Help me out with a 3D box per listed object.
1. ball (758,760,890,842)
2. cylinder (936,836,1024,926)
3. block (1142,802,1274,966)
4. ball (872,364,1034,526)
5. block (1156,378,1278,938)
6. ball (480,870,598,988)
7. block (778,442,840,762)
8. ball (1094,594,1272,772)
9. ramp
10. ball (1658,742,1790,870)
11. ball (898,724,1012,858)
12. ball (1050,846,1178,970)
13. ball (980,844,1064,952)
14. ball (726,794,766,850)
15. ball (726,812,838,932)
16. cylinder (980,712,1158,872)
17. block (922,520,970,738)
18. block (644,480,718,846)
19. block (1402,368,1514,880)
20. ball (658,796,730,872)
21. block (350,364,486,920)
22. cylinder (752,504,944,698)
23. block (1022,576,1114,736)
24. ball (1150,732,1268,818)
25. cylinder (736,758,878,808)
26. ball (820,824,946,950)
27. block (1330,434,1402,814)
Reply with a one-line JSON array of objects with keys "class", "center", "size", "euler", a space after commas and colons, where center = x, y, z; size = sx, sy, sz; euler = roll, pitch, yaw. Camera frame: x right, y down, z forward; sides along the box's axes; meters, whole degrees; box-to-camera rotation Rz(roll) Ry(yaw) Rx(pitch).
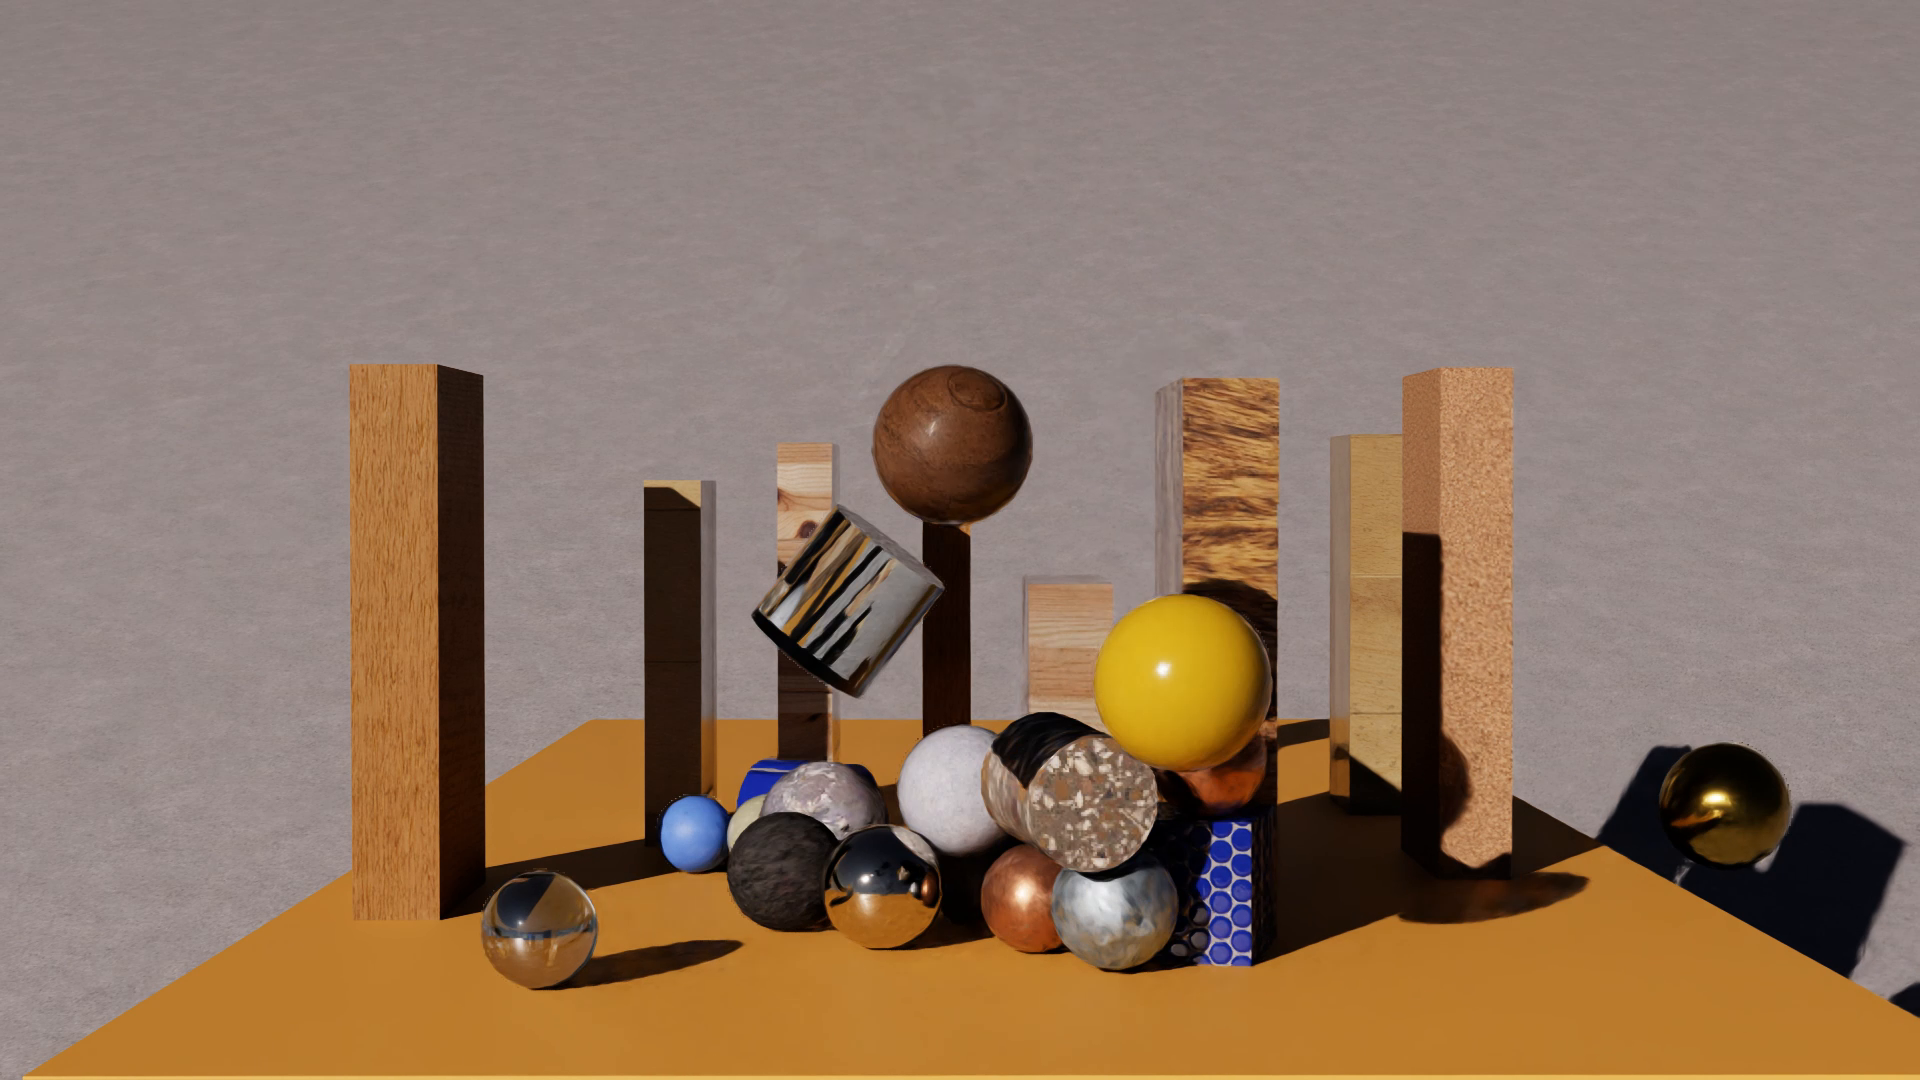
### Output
[{"class": "ball", "center": [-0.198, 0.417, 3.753], "size": [0.191, 0.191, 0.191], "euler": [0, 27, 0]}, {"class": "cylinder", "center": [0.034, 0.435, 3.488], "size": [0.130, 0.130, 0.130], "euler": [-21, 33, -27]}, {"class": "block", "center": [0.296, 0.433, 3.276], "size": [0.178, 0.178, 0.178], "euler": [0, 1, 16]}, {"class": "ball", "center": [-0.008, -0.101, 2.768], "size": [0.173, 0.173, 0.173], "euler": [0, 27, 0]}, {"class": "block", "center": [0.352, 0.150, 3.588], "size": [0.125, 0.731, 0.447], "euler": [0, 1, 0]}, {"class": "ball", "center": [-0.495, 0.459, 3.039], "size": [0.137, 0.137, 0.137], "euler": [0, 27, 0]}, {"class": "block", "center": [-0.258, 0.167, 4.440], "size": [0.091, 0.664, 0.280], "euler": [0, 1, 0]}, {"class": "ball", "center": [0.247, 0.159, 2.867], "size": [0.199, 0.199, 0.199], "euler": [0, 27, 0]}, {"class": "ramp", "center": [0.061, 0.546, 4.583], "size": [2.000, 0.100, 4.000], "euler": [0, 1, 0]}, {"class": "ball", "center": [1.233, 0.430, 4.166], "size": [0.205, 0.205, 0.205], "euler": [0, 27, 0]}, {"class": "ball", "center": [0.005, 0.326, 3.353], "size": [0.173, 0.173, 0.173], "euler": [0, 27, 0]}, {"class": "ball", "center": [0.188, 0.443, 3.134], "size": [0.155, 0.155, 0.155], "euler": [0, 27, 0]}, {"class": "ball", "center": [0.095, 0.453, 3.269], "size": [0.138, 0.138, 0.138], "euler": [0, 27, 0]}, {"class": "ball", "center": [-0.286, 0.446, 3.884], "size": [0.129, 0.129, 0.129], "euler": [0, 27, 0]}, {"class": "ball", "center": [-0.230, 0.440, 3.430], "size": [0.158, 0.158, 0.158], "euler": [0, 27, 0]}, {"class": "cylinder", "center": [0.130, 0.301, 3.096], "size": [0.162, 0.162, 0.162], "euler": [-11, 11, -20]}, {"class": "block", "center": [-0.025, 0.126, 4.855], "size": [0.088, 0.729, 0.294], "euler": [0, 1, 0]}, {"class": "block", "center": [-0.471, 0.200, 4.370], "size": [0.093, 0.601, 0.277], "euler": [0, 1, 0]}, {"class": "block", "center": [0.773, 0.123, 4.029], "size": [0.109, 0.768, 0.328], "euler": [0, 1, 0]}, {"class": "ball", "center": [-0.405, 0.450, 3.954], "size": [0.117, 0.117, 0.117], "euler": [0, 27, 0]}, {"class": "block", "center": [-0.768, 0.136, 3.678], "size": [0.119, 0.756, 0.343], "euler": [0, 1, 0]}, {"class": "cylinder", "center": [-0.118, 0.064, 2.731], "size": [0.147, 0.147, 0.147], "euler": [38, 4, -3]}, {"class": "block", "center": [0.155, 0.285, 3.811], "size": [0.119, 0.453, 0.388], "euler": [0, 1, 0]}, {"class": "ball", "center": [0.309, 0.272, 3.213], "size": [0.148, 0.148, 0.148], "euler": [0, 27, 0]}, {"class": "cylinder", "center": [-0.235, 0.426, 4.020], "size": [0.163, 0.163, 0.163], "euler": [1, 24, 29]}, {"class": "ball", "center": [-0.098, 0.442, 3.295], "size": [0.159, 0.159, 0.159], "euler": [0, 27, 0]}, {"class": "block", "center": [0.747, 0.150, 4.764], "size": [0.093, 0.685, 0.252], "euler": [0, 1, 0]}]
